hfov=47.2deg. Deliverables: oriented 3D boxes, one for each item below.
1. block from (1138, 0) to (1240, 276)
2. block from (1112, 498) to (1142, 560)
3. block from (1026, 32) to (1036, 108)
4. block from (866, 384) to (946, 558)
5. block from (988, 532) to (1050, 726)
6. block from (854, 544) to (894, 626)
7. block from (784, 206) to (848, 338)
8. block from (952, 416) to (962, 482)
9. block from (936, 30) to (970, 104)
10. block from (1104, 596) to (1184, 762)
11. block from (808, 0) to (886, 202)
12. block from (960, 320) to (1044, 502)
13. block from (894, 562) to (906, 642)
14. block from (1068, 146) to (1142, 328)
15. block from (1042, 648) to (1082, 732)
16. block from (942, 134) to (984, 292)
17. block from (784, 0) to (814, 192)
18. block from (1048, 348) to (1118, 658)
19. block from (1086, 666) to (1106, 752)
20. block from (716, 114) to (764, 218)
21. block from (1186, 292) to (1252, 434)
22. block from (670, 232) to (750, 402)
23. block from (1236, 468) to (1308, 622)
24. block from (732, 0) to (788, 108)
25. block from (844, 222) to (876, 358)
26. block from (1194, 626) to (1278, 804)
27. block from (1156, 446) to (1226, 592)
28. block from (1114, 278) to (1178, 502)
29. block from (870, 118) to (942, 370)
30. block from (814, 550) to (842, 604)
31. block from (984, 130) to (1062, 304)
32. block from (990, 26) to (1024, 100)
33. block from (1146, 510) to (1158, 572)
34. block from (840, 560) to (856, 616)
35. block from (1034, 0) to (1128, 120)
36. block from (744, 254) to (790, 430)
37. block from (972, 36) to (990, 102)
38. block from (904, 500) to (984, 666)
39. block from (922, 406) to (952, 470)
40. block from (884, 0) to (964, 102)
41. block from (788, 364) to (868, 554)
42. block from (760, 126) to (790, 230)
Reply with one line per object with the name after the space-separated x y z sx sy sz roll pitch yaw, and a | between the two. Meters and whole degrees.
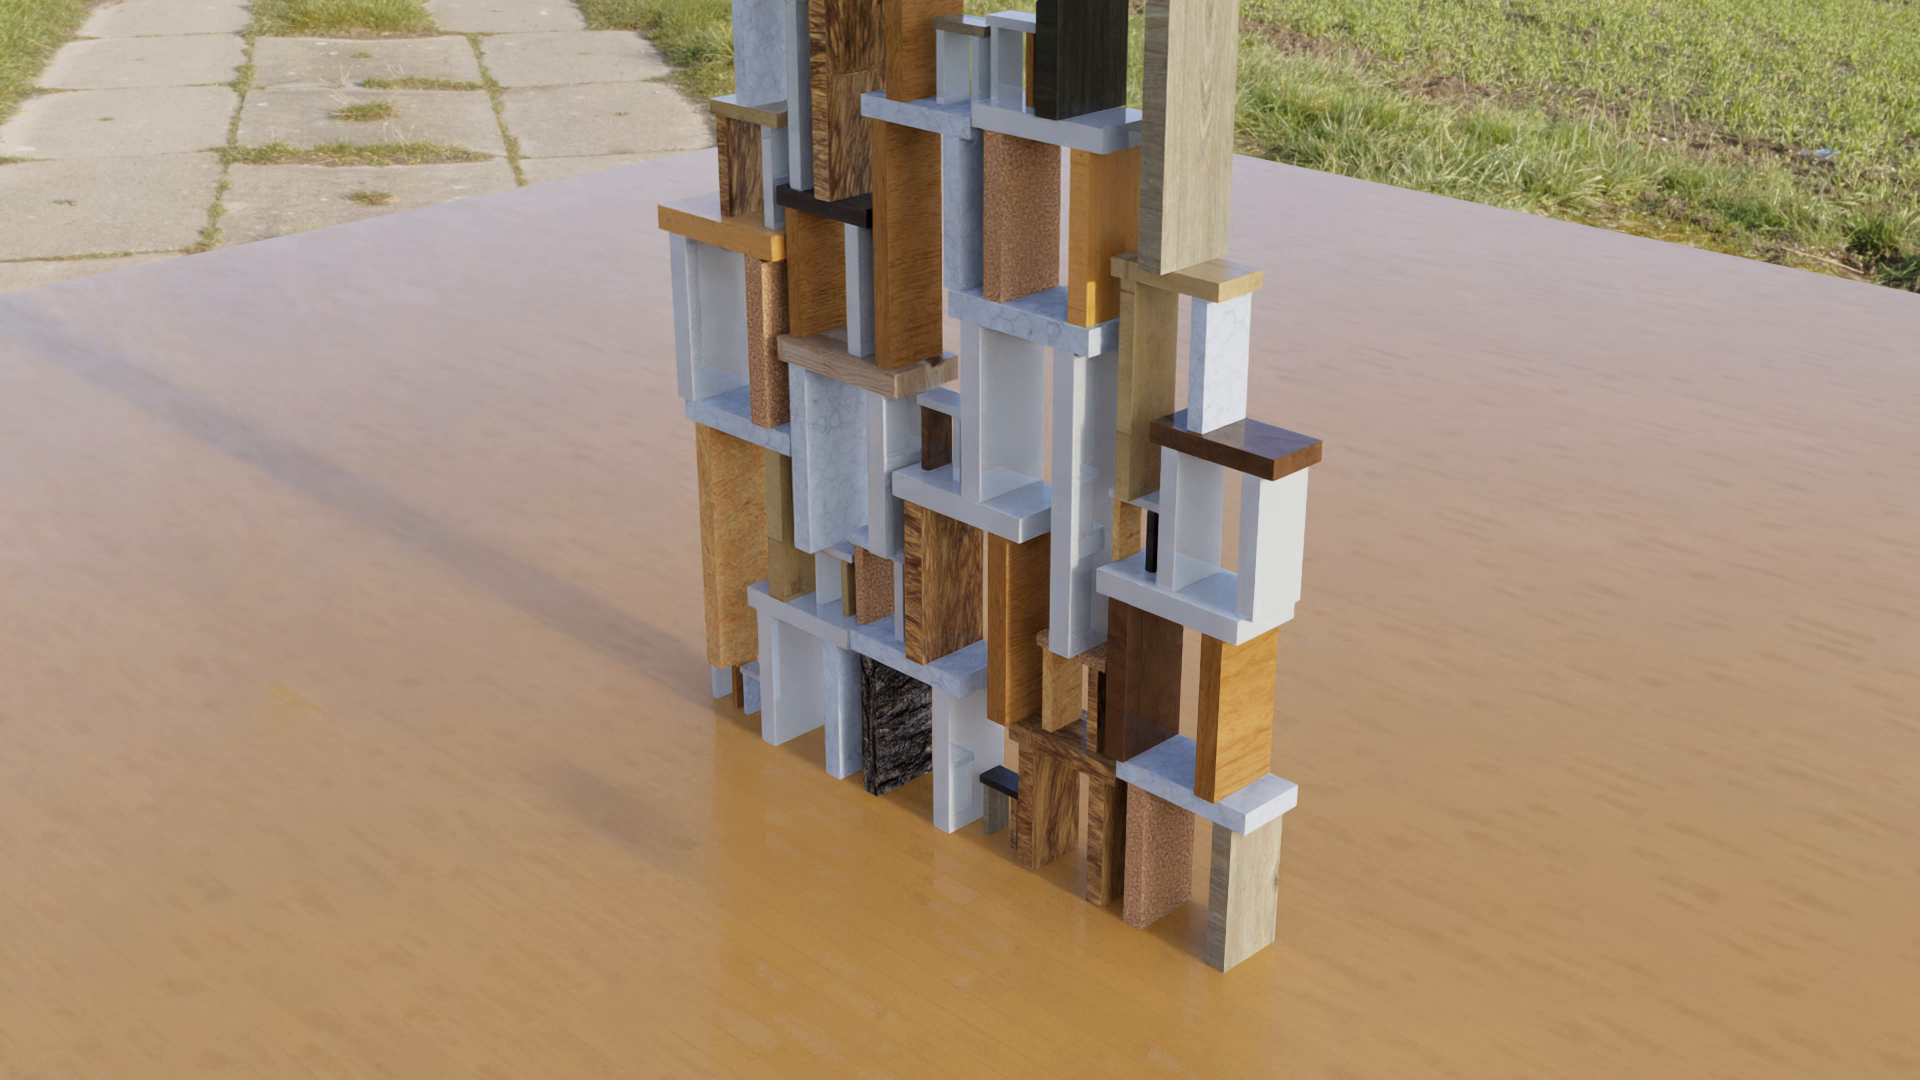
0.368 -0.719 3.524 0.174 0.564 0.049 -21 31 -40 | block
0.296 -0.026 3.894 0.016 0.115 0.058 21 31 41 | block
0.139 -0.800 3.724 0.062 0.124 0.018 -21 31 -40 | block
-0.102 -0.147 4.268 0.168 0.336 0.048 -21 31 -40 | block
0.127 0.145 4.142 0.167 0.385 0.047 -21 31 -40 | block
-0.172 0.079 4.444 0.024 0.170 0.085 21 30 41 | block
-0.277 -0.536 4.304 0.128 0.256 0.036 -21 30 -40 | block
0.016 -0.178 4.125 0.064 0.128 0.018 -21 31 -40 | block
-0.012 -0.838 3.876 0.065 0.130 0.018 -21 31 -40 | block
0.332 0.228 3.958 0.044 0.314 0.157 21 31 41 | block
-0.206 -0.898 4.072 0.043 0.520 0.152 21 31 40 | block
0.079 -0.254 4.034 0.170 0.339 0.048 -21 31 -40 | block
-0.091 0.110 4.370 0.085 0.170 0.024 -21 31 -41 | block
0.251 -0.524 3.727 0.151 0.301 0.043 -22 31 -40 | block
0.193 0.268 4.129 0.085 0.169 0.024 -21 31 -40 | block
0.034 -0.595 3.926 0.139 0.277 0.039 -21 31 -40 | block
-0.273 -0.854 4.163 0.115 0.368 0.033 -21 31 -40 | block
0.238 -0.081 3.933 0.170 0.579 0.048 -21 31 -40 | block
0.272 0.299 4.055 0.085 0.169 0.024 -21 31 -40 | block
-0.432 -0.751 4.370 0.028 0.201 0.100 21 31 40 | block
0.429 -0.300 3.636 0.115 0.230 0.033 -21 31 -40 | block
-0.510 -0.481 4.569 0.050 0.353 0.176 21 31 40 | block
0.519 -0.004 3.658 0.037 0.259 0.130 21 31 41 | block
-0.381 -0.958 4.233 0.033 0.230 0.115 20 30 41 | block
-0.157 -0.488 4.193 0.036 0.256 0.128 21 31 41 | block
0.481 0.286 3.822 0.044 0.314 0.157 21 31 41 | block
0.397 -0.052 3.771 0.037 0.259 0.130 21 31 41 | block
0.320 -0.267 3.768 0.033 0.394 0.115 21 31 41 | block
-0.097 -0.558 4.084 0.139 0.469 0.039 -21 31 -40 | block
-0.269 0.068 4.540 0.017 0.122 0.061 21 31 41 | block
0.109 -0.580 3.858 0.151 0.301 0.043 -21 31 -40 | block
0.080 -0.823 3.778 0.062 0.124 0.018 -21 31 -40 | block
0.350 -0.005 3.844 0.016 0.115 0.058 21 31 40 | block
-0.213 0.090 4.487 0.017 0.122 0.061 20 30 41 | block
0.203 -0.882 3.631 0.174 0.347 0.049 -21 31 -40 | block
-0.343 -0.416 4.418 0.050 0.353 0.176 21 31 40 | block
0.049 -0.814 3.820 0.065 0.130 0.018 -21 31 -40 | block
-0.030 0.060 4.277 0.047 0.335 0.167 21 31 41 | block
-0.044 -0.201 4.180 0.064 0.128 0.018 -21 31 -40 | block
-0.063 -0.941 3.896 0.152 0.303 0.043 -22 31 -40 | block
-0.259 -0.182 4.425 0.168 0.393 0.048 -21 31 -40 | block
-0.337 -0.714 4.284 0.028 0.201 0.100 21 31 40 | block
